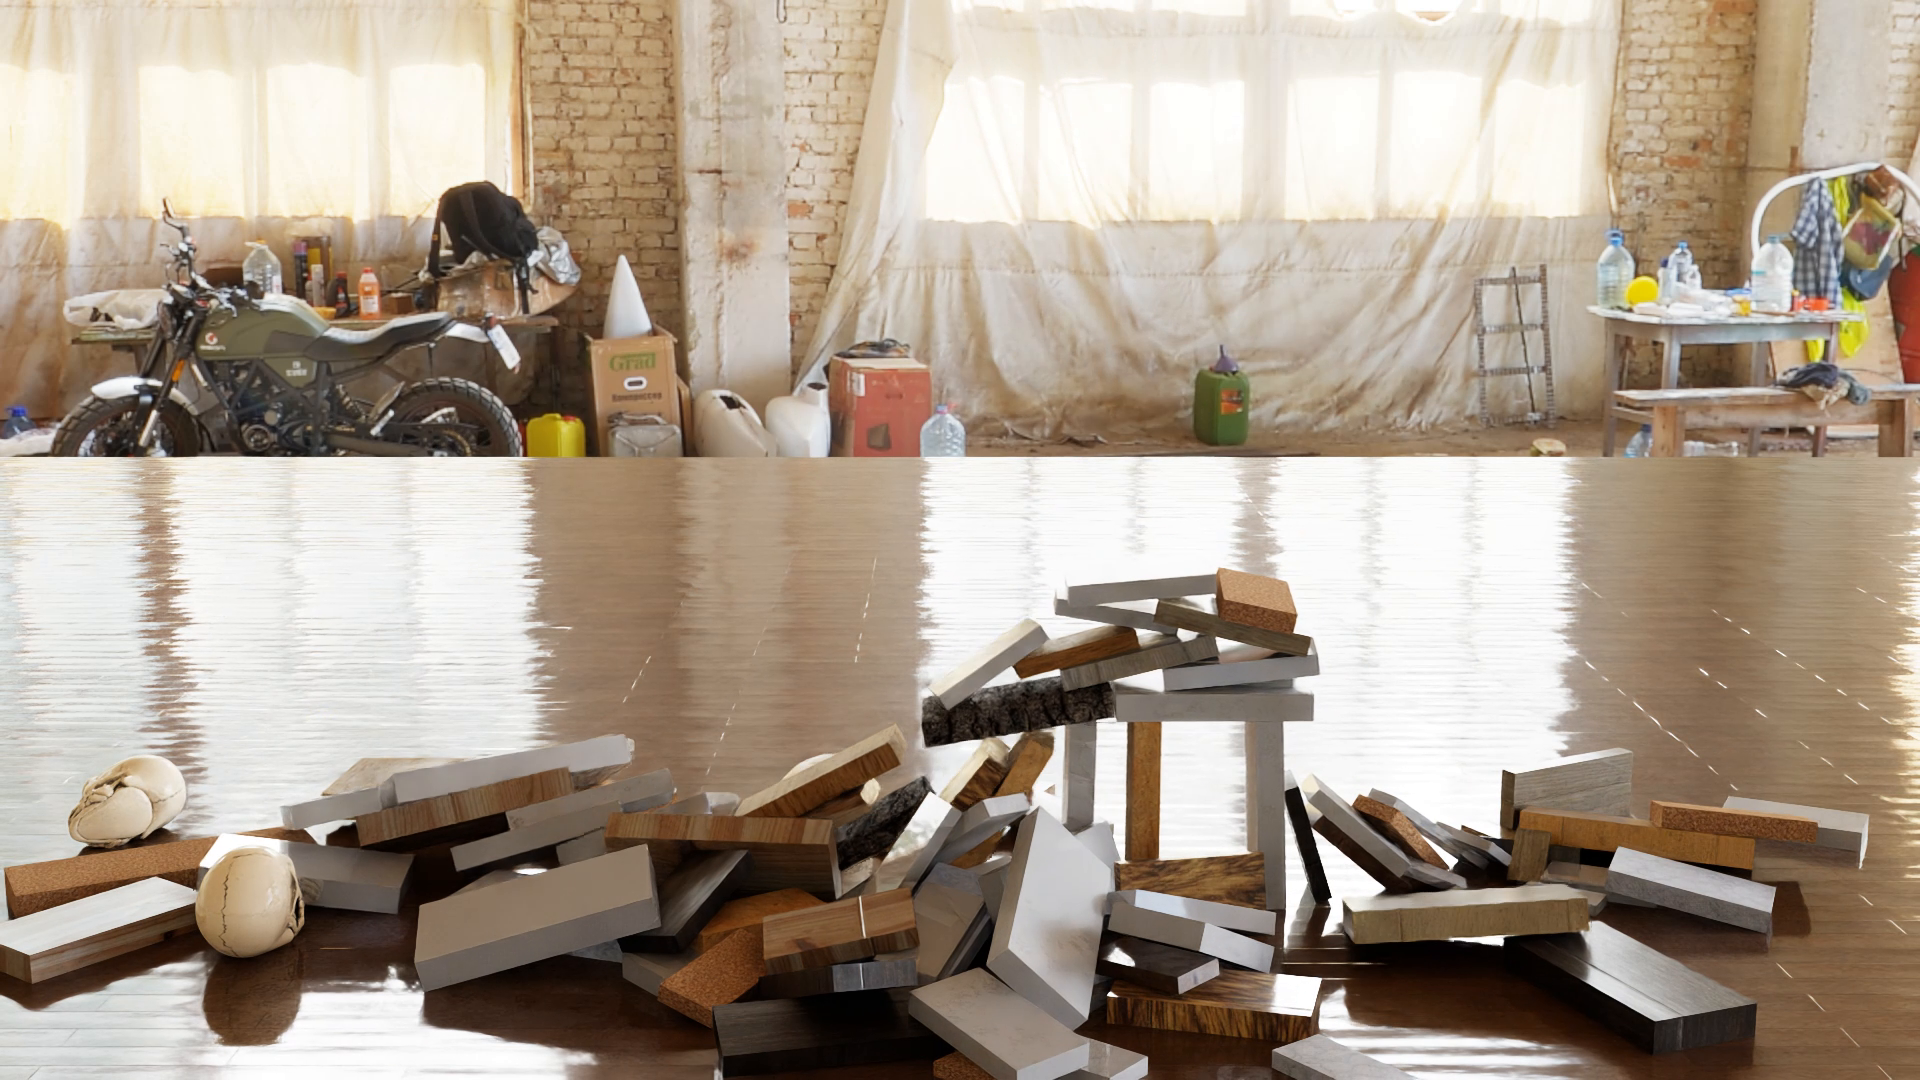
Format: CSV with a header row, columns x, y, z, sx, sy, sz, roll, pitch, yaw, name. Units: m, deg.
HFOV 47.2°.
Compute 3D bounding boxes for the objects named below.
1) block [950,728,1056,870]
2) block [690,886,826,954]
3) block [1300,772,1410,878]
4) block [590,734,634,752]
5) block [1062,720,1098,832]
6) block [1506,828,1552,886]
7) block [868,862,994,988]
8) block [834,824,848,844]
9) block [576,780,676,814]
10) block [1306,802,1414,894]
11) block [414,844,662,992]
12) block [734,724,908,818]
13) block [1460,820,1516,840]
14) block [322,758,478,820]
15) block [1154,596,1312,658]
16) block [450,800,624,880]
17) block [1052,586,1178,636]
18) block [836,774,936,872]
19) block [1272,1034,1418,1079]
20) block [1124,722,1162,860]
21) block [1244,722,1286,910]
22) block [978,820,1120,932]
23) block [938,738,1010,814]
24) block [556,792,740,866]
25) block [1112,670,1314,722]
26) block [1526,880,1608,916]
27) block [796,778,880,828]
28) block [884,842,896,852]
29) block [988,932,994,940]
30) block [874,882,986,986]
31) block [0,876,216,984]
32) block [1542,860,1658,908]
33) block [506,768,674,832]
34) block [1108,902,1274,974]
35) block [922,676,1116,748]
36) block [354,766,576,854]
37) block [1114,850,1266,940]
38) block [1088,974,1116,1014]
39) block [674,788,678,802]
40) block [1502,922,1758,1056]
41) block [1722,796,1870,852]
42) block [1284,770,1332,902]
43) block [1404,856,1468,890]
x,y,z,sx,sy,sz,roll,pitch,yaw,name
0.059,0.447,3.643,0.044,0.310,0.155,31,11,-2,block
-0.323,0.588,3.398,0.225,0.032,0.113,-7,12,-33,block
0.656,0.473,3.656,0.201,0.028,0.100,40,8,-5,block
-0.746,0.428,4.486,0.075,0.021,0.150,9,14,39,block
0.195,0.436,3.644,0.044,0.310,0.155,1,11,0,block
0.966,0.540,3.733,0.057,0.016,0.114,4,43,22,block
-0.027,0.589,3.332,0.126,0.036,0.253,13,31,20,block
-0.299,0.519,3.670,0.234,0.033,0.117,-27,9,6,block
-0.647,0.473,3.982,0.243,0.034,0.121,5,12,31,block
0.662,0.515,3.662,0.201,0.028,0.100,40,8,-6,block
-0.640,0.571,3.341,0.359,0.051,0.180,-15,21,-6,block
-0.232,0.404,3.658,0.294,0.042,0.147,-27,5,6,block
0.961,0.529,3.953,0.057,0.016,0.114,-6,12,-29,block
-0.970,0.459,4.065,0.360,0.051,0.180,-1,16,10,block
0.443,0.131,3.569,0.250,0.035,0.125,13,12,6,block
-0.703,0.505,3.696,0.282,0.040,0.141,-15,-12,-9,block
0.258,0.117,3.644,0.203,0.029,0.102,9,9,-1,block
-0.179,0.499,3.669,0.294,0.042,0.147,-29,8,6,block
0.513,0.712,2.941,0.090,0.025,0.179,-8,13,-36,block
0.302,0.434,3.642,0.045,0.317,0.158,0,11,0,block
0.505,0.433,3.641,0.045,0.317,0.158,-2,10,1,block
0.157,0.554,3.428,0.044,0.155,0.310,-21,-4,37,block
-0.026,0.462,3.652,0.042,0.294,0.147,38,9,-5,block
-0.518,0.486,3.681,0.282,0.040,0.141,-20,-12,13,block
0.411,0.256,3.607,0.317,0.045,0.158,0,11,1,block
0.991,0.590,3.620,0.129,0.018,0.064,6,12,30,block
-0.249,0.463,3.624,0.234,0.033,0.117,-27,9,11,block
-0.048,0.519,3.966,0.216,0.031,0.108,-5,11,-24,block
0.000,0.608,3.512,0.070,0.020,0.139,-4,12,-22,block
-0.043,0.588,3.268,0.099,0.028,0.199,12,31,19,block
-1.354,0.608,3.449,0.159,0.045,0.319,8,13,36,block
1.075,0.575,3.678,0.185,0.026,0.093,5,12,25,block
-0.637,0.461,3.783,0.282,0.040,0.141,-14,-13,-15,block
0.344,0.587,3.238,0.144,0.041,0.288,8,-12,30,block
0.095,0.275,3.613,0.311,0.044,0.155,-9,10,2,block
-0.844,0.471,3.792,0.360,0.051,0.180,-13,-13,-10,block
0.365,0.562,3.482,0.238,0.119,0.034,-2,-2,-13,block
0.157,0.666,3.197,0.081,0.023,0.163,8,13,35,block
-0.585,0.513,3.975,0.143,0.040,0.285,-1,11,-7,block
0.971,0.649,3.214,0.175,0.050,0.351,-4,11,-21,block
1.511,0.513,3.988,0.242,0.034,0.121,5,12,27,block
0.570,0.491,3.655,0.028,0.201,0.100,-17,10,4,block
0.790,0.561,3.680,0.114,0.016,0.057,21,13,6,block
